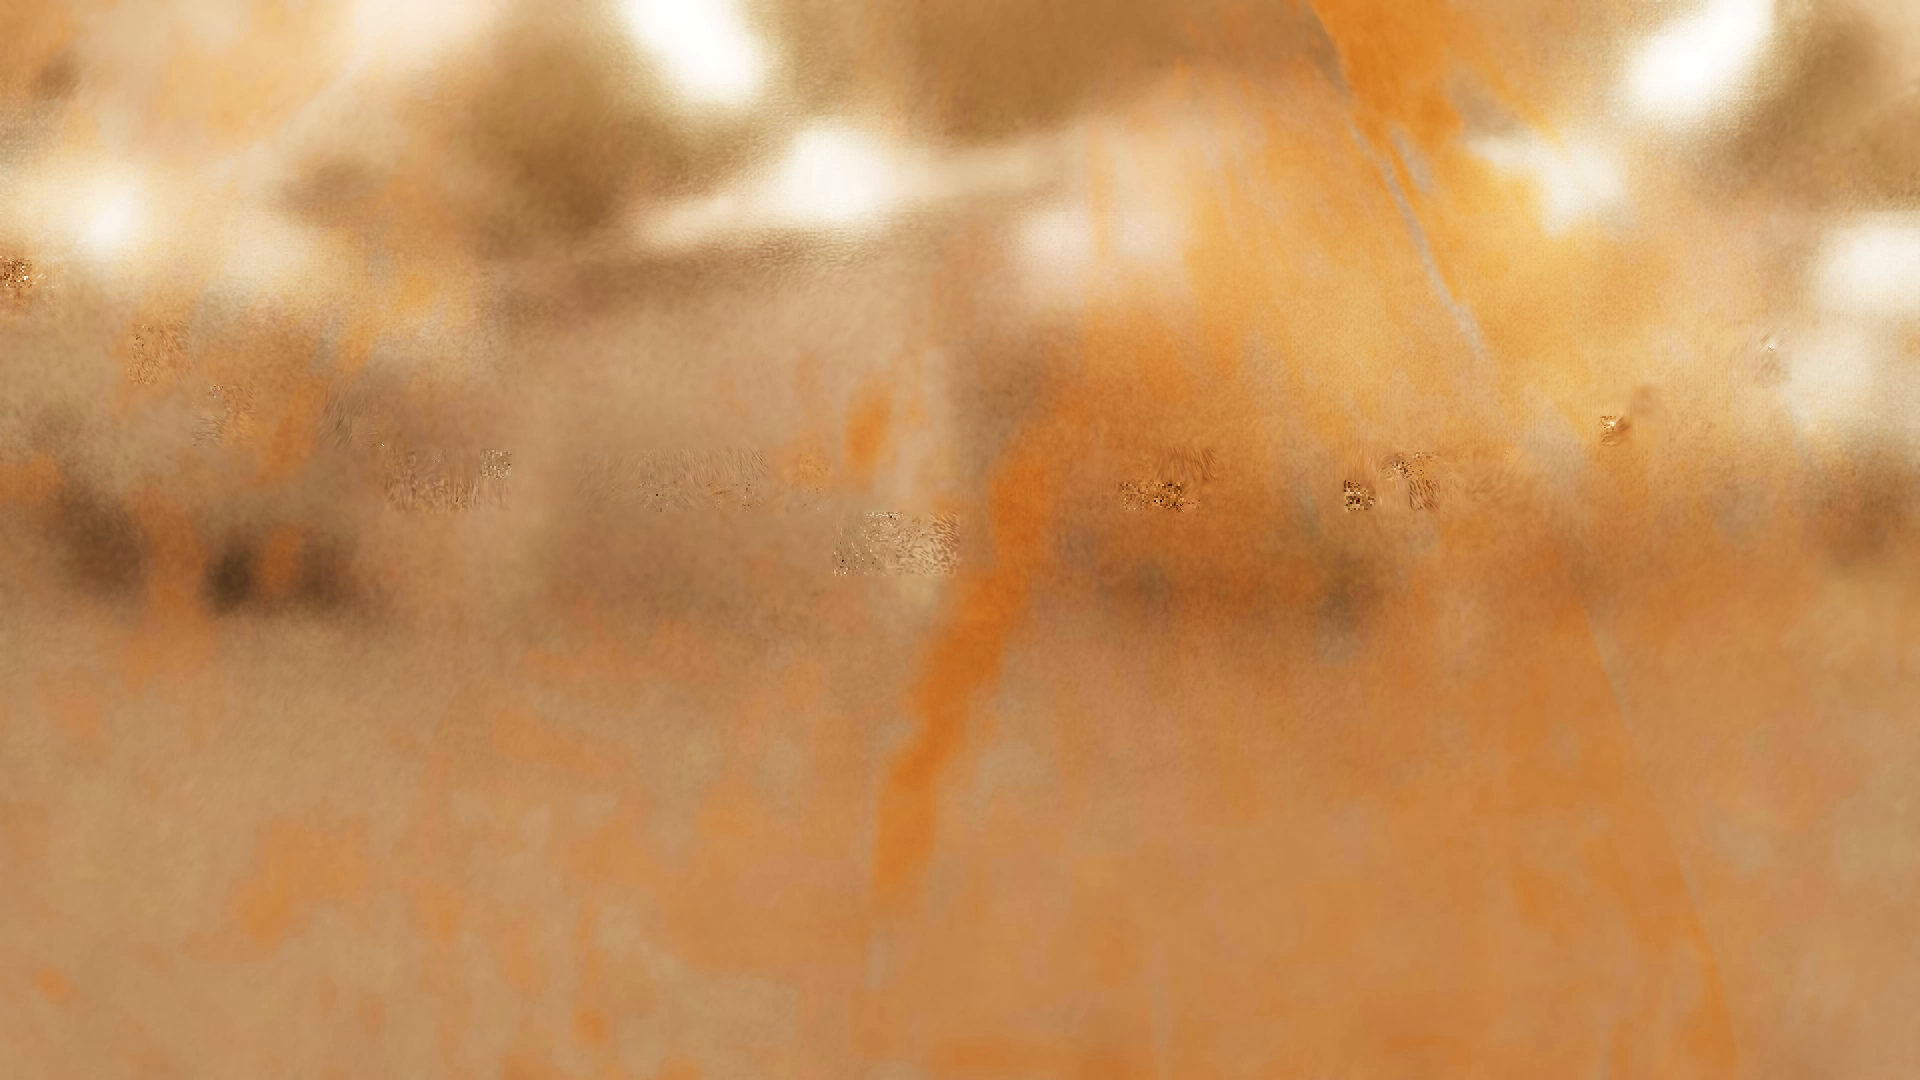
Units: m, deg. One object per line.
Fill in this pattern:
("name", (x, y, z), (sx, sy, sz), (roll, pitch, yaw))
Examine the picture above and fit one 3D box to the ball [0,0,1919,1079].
("ball", (0.000, -0.002, 0.056), (0.080, 0.080, 0.080), (0, 4, 0))
